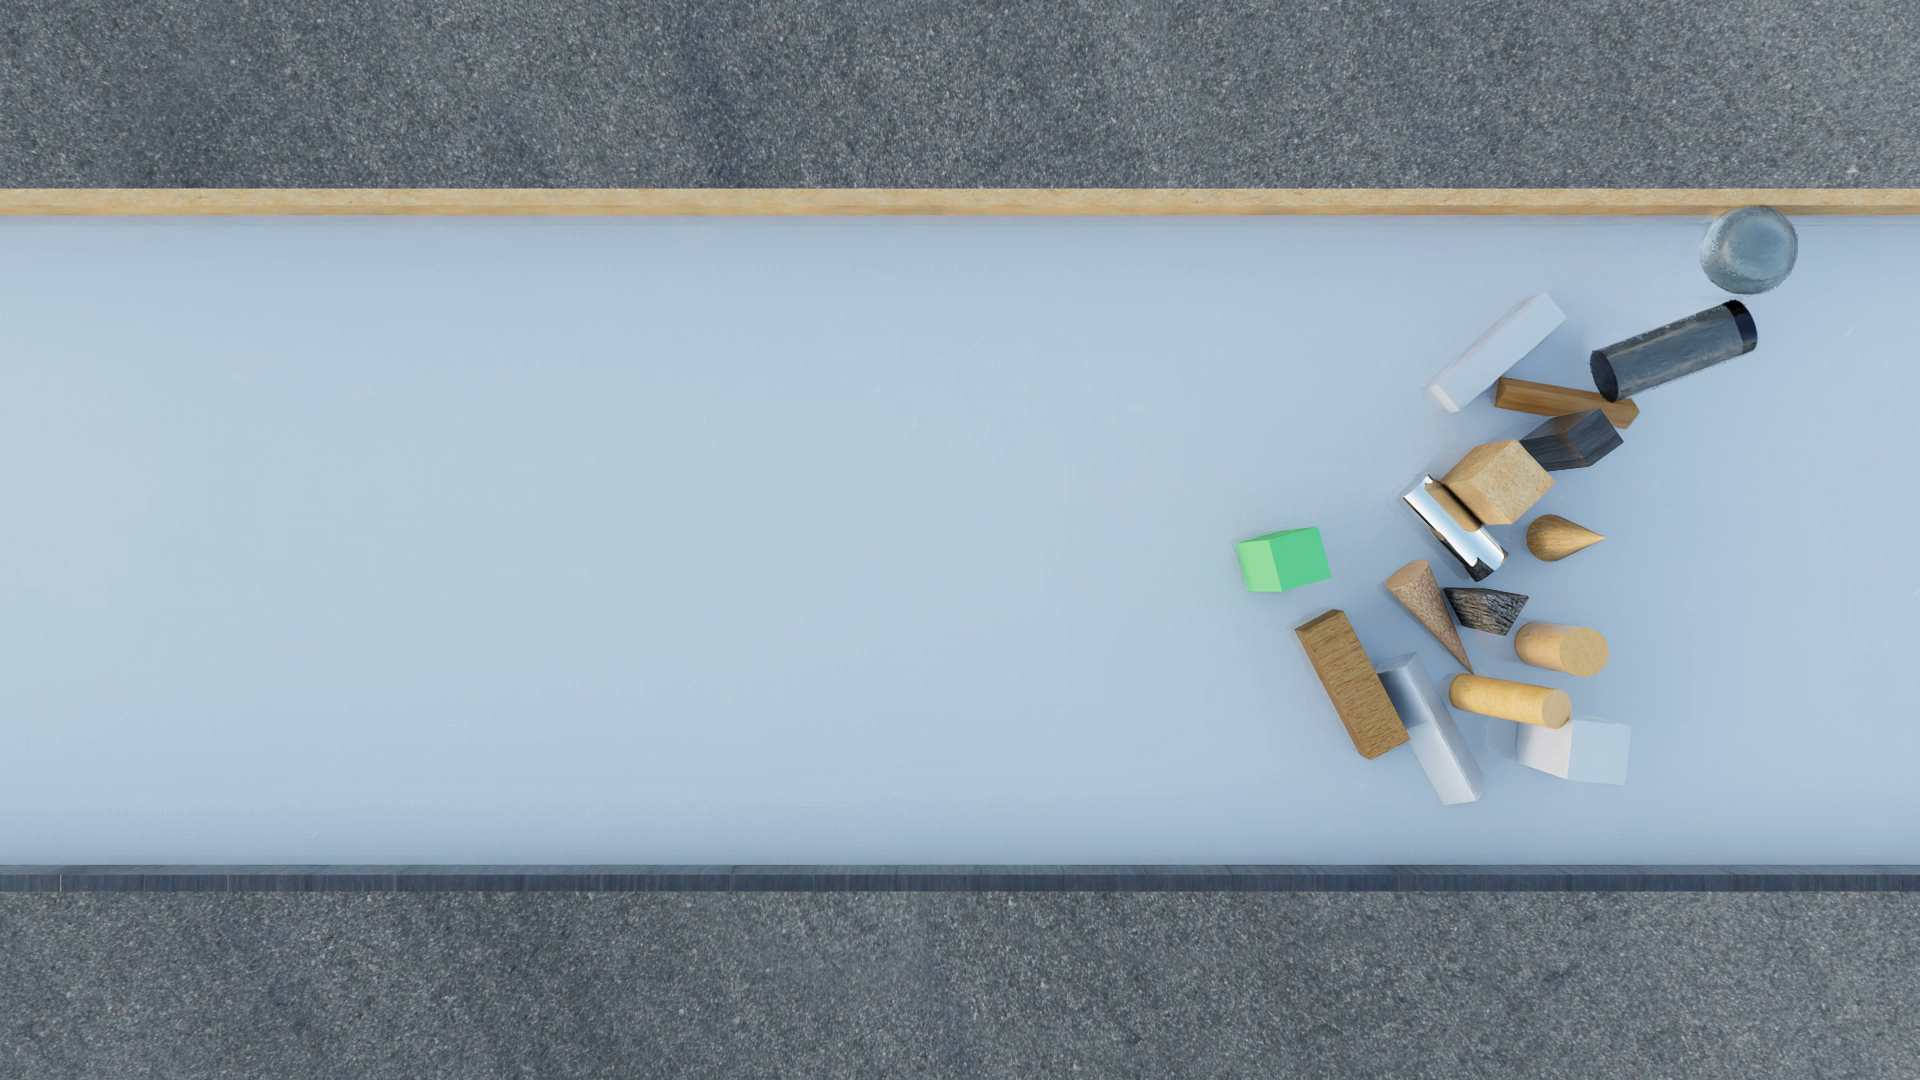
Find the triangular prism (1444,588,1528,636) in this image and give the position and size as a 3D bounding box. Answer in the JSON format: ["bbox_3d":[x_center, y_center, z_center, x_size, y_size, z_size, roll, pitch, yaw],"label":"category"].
[{"bbox_3d":[1.578,0.185,4.913,0.116,0.324,0.133,-29,94,-2],"label":"triangular prism"}]

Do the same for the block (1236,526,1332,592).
[{"bbox_3d":[0.958,0.059,4.904,0.153,0.329,0.153,-15,90,-7],"label":"block"}]

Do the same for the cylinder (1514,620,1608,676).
[{"bbox_3d":[1.776,0.320,4.885,0.141,0.384,0.141,0,90,0],"label":"cylinder"}]

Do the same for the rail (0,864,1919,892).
[{"bbox_3d":[-2.247,1.025,5.001,12.000,0.150,0.050,0,90,0],"label":"rail"}]

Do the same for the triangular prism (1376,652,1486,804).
[{"bbox_3d":[1.445,0.579,5.009,0.147,0.127,0.457,-28,90,0],"label":"triangular prism"}]

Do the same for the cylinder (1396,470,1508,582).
[{"bbox_3d":[1.495,-0.042,5.010,0.133,0.133,0.343,-44,90,0],"label":"cylinder"}]

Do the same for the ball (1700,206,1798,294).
[{"bbox_3d":[2.362,-0.868,4.945,0.264,0.264,0.264,0,90,0],"label":"ball"}]

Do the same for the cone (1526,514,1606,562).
[{"bbox_3d":[1.816,-0.006,4.854,0.147,0.445,0.147,0,90,0],"label":"cone"}]

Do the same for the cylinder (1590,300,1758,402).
[{"bbox_3d":[2.158,-0.572,4.994,0.443,0.166,0.166,-20,90,0],"label":"cylinder"}]

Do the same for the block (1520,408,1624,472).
[{"bbox_3d":[1.804,-0.292,4.881,0.120,0.391,0.120,-36,90,0],"label":"block"}]

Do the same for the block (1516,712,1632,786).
[{"bbox_3d":[1.813,0.606,4.892,0.172,0.358,0.172,7,90,-5],"label":"block"}]

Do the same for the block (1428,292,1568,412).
[{"bbox_3d":[1.637,-0.569,5.025,0.429,0.103,0.103,-41,90,0],"label":"block"}]

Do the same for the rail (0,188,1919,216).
[{"bbox_3d":[-2.247,-1.025,5.002,12.000,0.150,0.050,0,90,0],"label":"rail"}]

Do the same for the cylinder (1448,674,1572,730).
[{"bbox_3d":[1.622,0.474,4.882,0.114,0.377,0.114,-2,94,-26],"label":"cylinder"}]

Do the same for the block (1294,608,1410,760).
[{"bbox_3d":[1.189,0.436,5.008,0.137,0.137,0.435,-28,90,0],"label":"block"}]

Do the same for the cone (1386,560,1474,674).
[{"bbox_3d":[1.473,0.265,5.041,0.145,0.145,0.405,-36,100,0],"label":"cone"}]

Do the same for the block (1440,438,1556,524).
[{"bbox_3d":[1.586,-0.168,4.900,0.173,0.353,0.173,-44,90,0],"label":"block"}]
